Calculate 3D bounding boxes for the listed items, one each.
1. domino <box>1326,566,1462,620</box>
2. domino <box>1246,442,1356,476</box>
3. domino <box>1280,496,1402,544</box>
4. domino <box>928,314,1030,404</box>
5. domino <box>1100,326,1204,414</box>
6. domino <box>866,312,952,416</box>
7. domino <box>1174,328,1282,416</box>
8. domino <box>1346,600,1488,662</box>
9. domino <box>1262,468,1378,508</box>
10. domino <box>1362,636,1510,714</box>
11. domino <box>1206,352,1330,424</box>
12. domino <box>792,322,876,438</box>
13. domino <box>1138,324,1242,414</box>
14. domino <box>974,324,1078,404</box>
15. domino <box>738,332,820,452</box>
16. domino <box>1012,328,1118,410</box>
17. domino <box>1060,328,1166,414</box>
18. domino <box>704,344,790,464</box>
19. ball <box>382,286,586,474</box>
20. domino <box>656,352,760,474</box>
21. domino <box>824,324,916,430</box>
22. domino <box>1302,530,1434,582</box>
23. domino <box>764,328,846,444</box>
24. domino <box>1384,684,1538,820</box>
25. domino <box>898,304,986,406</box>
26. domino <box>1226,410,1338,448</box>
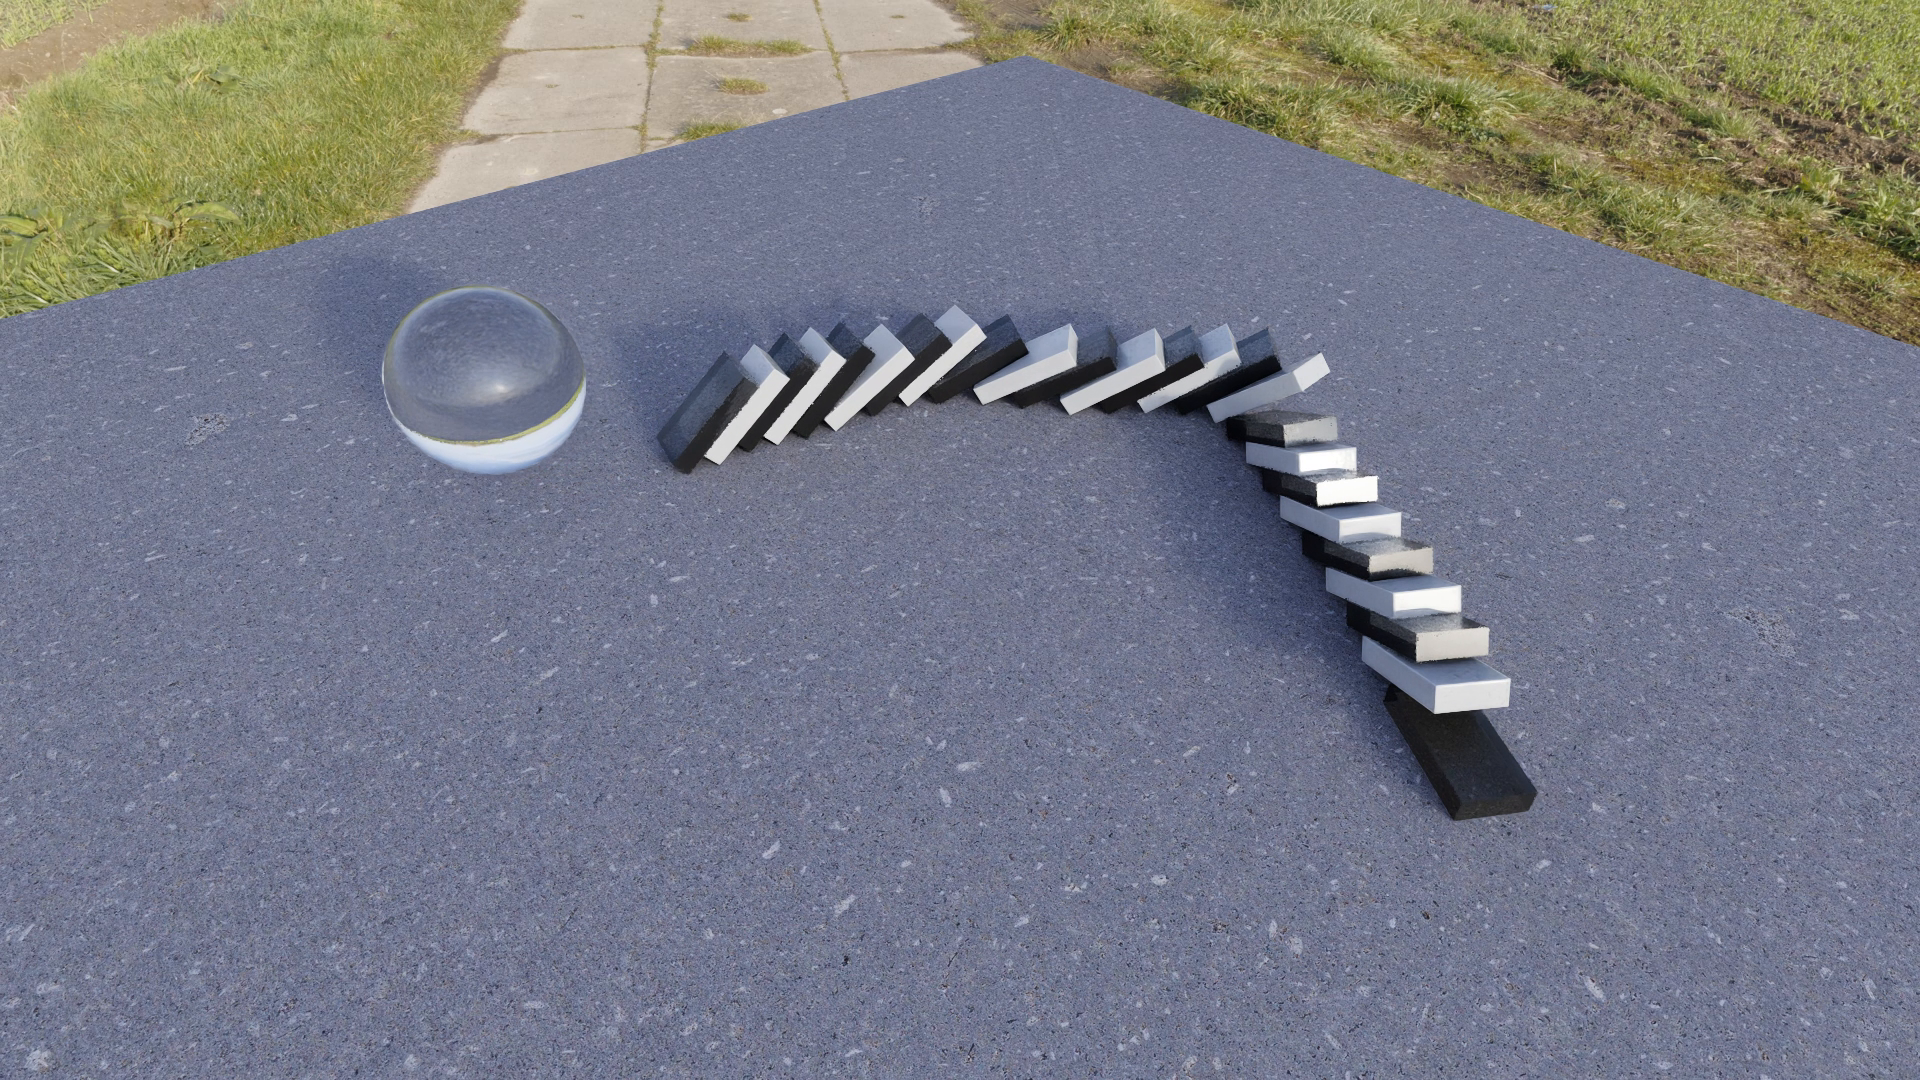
[{"bbox_3d":[0.158,0.018,0.403,0.025,0.010,0.050,-6,10,-7],"label":"domino"},{"bbox_3d":[0.145,-0.036,0.469,0.025,0.009,0.050,-6,11,-9],"label":"domino"},{"bbox_3d":[0.151,-0.010,0.439,0.025,0.010,0.050,-7,14,-8],"label":"domino"},{"bbox_3d":[0.007,-0.088,0.533,0.050,0.009,0.025,-29,40,9],"label":"domino"},{"bbox_3d":[0.090,-0.081,0.521,0.050,0.010,0.025,-25,33,24],"label":"domino"},{"bbox_3d":[-0.030,-0.084,0.525,0.050,0.010,0.025,-42,43,1],"label":"domino"},{"bbox_3d":[0.125,-0.079,0.520,0.050,0.010,0.025,-24,31,24],"label":"domino"},{"bbox_3d":[0.159,0.030,0.386,0.025,0.010,0.050,-4,10,-6],"label":"domino"},{"bbox_3d":[0.148,-0.024,0.455,0.025,0.010,0.050,-7,12,-8],"label":"domino"},{"bbox_3d":[0.160,0.044,0.374,0.025,0.009,0.050,-4,14,-5],"label":"domino"},{"bbox_3d":[0.140,-0.069,0.503,0.025,0.010,0.050,-32,8,-37],"label":"domino"},{"bbox_3d":[-0.063,-0.074,0.510,0.050,0.009,0.025,-49,47,9],"label":"domino"},{"bbox_3d":[0.107,-0.081,0.522,0.050,0.010,0.025,-26,33,22],"label":"domino"},{"bbox_3d":[0.032,-0.084,0.527,0.050,0.009,0.025,-20,33,23],"label":"domino"},{"bbox_3d":[-0.087,-0.067,0.499,0.050,0.009,0.025,-49,47,9],"label":"domino"},{"bbox_3d":[0.050,-0.082,0.525,0.050,0.010,0.025,-20,33,23],"label":"domino"},{"bbox_3d":[0.072,-0.079,0.520,0.050,0.010,0.025,-24,32,25],"label":"domino"},{"bbox_3d":[-0.100,-0.061,0.493,0.050,0.009,0.025,-49,47,9],"label":"domino"},{"bbox_3d":[-0.202,-0.068,0.471,0.080,0.080,0.080,0,39,0],"label":"ball"},{"bbox_3d":[-0.112,-0.057,0.488,0.050,0.009,0.025,-49,47,9],"label":"domino"},{"bbox_3d":[-0.048,-0.077,0.517,0.050,0.009,0.025,-42,47,1],"label":"domino"},{"bbox_3d":[0.154,0.004,0.420,0.025,0.009,0.050,-7,12,-9],"label":"domino"},{"bbox_3d":[-0.076,-0.071,0.505,0.050,0.009,0.025,-49,47,8],"label":"domino"},{"bbox_3d":[0.163,0.067,0.361,0.025,0.010,0.050,-5,40,-7],"label":"domino"},{"bbox_3d":[-0.014,-0.089,0.531,0.050,0.009,0.025,-41,42,2],"label":"domino"},{"bbox_3d":[0.141,-0.050,0.486,0.025,0.010,0.050,-11,12,-13],"label":"domino"}]
